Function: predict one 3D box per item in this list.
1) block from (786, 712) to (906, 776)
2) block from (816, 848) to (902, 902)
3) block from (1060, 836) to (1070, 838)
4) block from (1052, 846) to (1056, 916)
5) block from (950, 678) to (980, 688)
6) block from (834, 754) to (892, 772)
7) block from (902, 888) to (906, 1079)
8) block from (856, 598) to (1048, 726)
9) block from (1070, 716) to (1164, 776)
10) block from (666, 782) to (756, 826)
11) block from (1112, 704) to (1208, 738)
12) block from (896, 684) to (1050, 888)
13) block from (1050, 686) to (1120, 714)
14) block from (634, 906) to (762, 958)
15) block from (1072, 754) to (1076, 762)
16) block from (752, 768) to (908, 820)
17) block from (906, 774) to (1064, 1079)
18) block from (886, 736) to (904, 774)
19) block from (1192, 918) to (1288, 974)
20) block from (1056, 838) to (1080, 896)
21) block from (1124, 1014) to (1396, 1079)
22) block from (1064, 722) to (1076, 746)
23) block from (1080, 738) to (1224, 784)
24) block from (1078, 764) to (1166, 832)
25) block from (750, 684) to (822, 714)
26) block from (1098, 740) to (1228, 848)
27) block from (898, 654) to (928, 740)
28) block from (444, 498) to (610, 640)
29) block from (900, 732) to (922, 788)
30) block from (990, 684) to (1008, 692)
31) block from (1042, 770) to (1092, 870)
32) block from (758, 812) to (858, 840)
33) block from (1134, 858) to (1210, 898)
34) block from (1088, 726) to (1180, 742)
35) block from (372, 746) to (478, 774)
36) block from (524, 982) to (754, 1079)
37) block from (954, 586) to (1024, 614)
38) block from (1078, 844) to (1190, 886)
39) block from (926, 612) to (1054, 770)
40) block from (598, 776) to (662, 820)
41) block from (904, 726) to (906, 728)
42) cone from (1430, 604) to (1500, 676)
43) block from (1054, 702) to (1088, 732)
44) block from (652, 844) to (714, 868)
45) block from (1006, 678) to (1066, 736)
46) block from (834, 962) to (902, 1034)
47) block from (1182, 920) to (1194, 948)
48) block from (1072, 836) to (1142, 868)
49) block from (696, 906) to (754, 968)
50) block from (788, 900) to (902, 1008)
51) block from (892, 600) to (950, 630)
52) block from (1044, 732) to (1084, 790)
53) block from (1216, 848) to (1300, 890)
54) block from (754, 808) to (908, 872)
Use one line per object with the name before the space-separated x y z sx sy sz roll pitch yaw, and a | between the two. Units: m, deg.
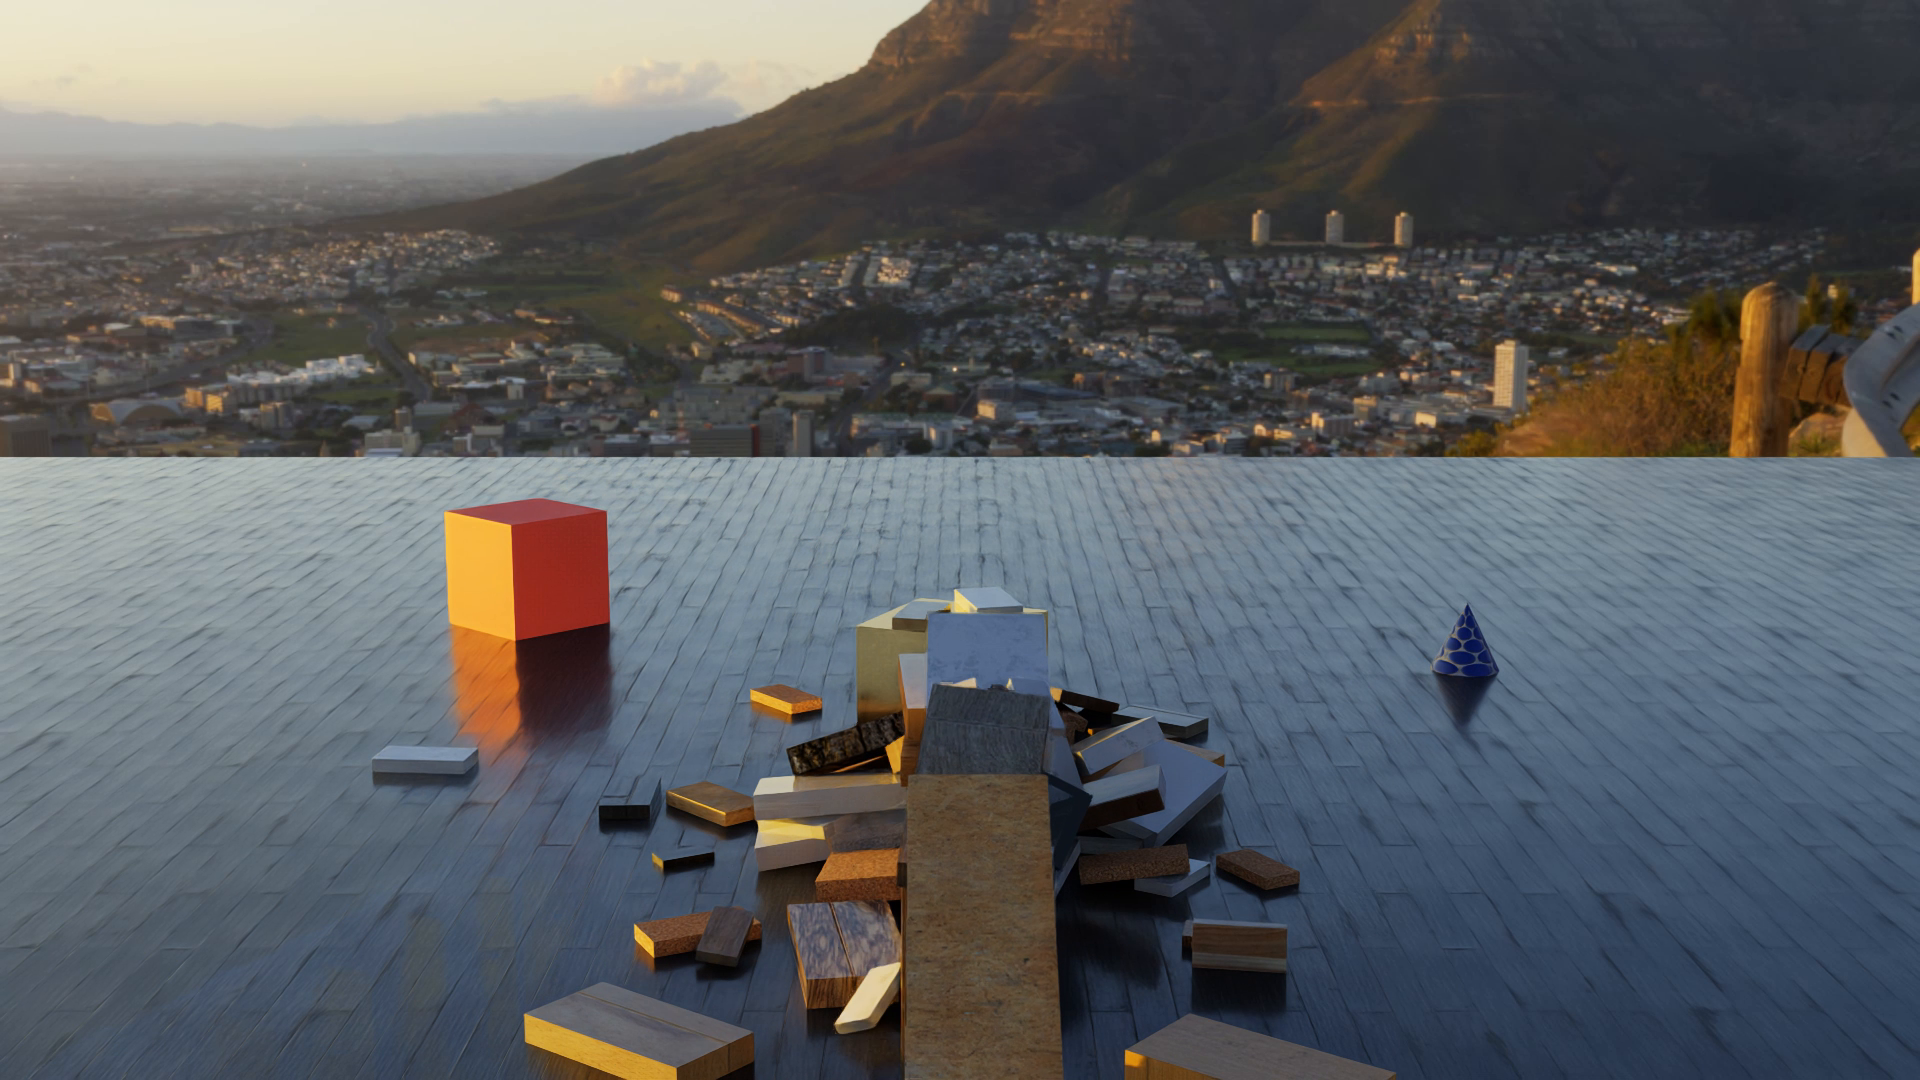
block | -0.127 0.353 3.989 0.346 0.049 0.173 -19 -10 7
block | -0.080 0.553 3.659 0.297 0.042 0.148 -5 10 8
block | 0.100 0.526 3.812 0.166 0.023 0.083 -25 31 -35
block | 0.116 0.549 3.506 0.071 0.141 0.020 1 30 8
block | 0.001 0.236 3.108 0.054 0.015 0.109 -19 26 8
block | -0.198 0.449 4.059 0.266 0.038 0.133 -25 15 -9
block | 0.005 0.565 2.902 0.163 0.326 0.046 -1 17 -3
block | -0.013 0.299 4.443 0.290 0.290 0.290 5 12 24
block | 0.256 0.399 4.144 0.159 0.045 0.319 -24 -3 -17
block | -0.458 0.493 4.118 0.094 0.027 0.187 -9 14 -41
block | 0.426 0.387 4.692 0.185 0.026 0.093 8 13 36
block | 0.022 0.328 2.901 0.163 0.046 0.326 6 41 5
block | 0.246 0.343 4.752 0.096 0.027 0.192 11 -4 45
block | -0.412 0.616 3.461 0.178 0.025 0.089 -5 12 -27
block | 0.138 0.393 4.113 0.032 0.113 0.251 16 18 -25
block | -0.145 0.438 3.859 0.421 0.045 0.159 -5 4 0
block | 0.026 0.572 2.555 0.179 0.051 0.748 0 43 -1
block | -0.014 0.333 3.729 0.173 0.049 0.346 -17 -7 -13
block | 0.424 0.616 3.337 0.141 0.071 0.020 2 11 10
block | 0.131 0.554 3.679 0.092 0.026 0.185 4 24 19
block | 0.394 0.709 2.903 0.318 0.045 0.159 8 13 38
block | 0.159 0.400 4.424 0.015 0.054 0.261 5 2 33
block | 0.352 0.456 4.191 0.159 0.045 0.319 12 19 36
block | 0.124 0.481 3.766 0.462 0.038 0.133 -16 10 10
block | -0.386 0.353 4.884 0.081 0.023 0.163 -8 13 -38
block | 0.352 0.462 4.018 0.159 0.045 0.319 24 26 22
block | -0.002 0.239 3.408 0.173 0.049 0.346 -1 11 -4
block | -1.114 0.070 5.668 0.293 0.293 0.293 10 14 43
block | -0.001 0.304 3.319 0.161 0.046 0.322 0 11 1
block | 0.058 0.242 3.119 0.054 0.015 0.109 8 28 12
block | 0.115 0.452 3.599 0.131 0.131 0.131 27 -14 -9
block | -0.266 0.490 3.828 0.163 0.023 0.081 -1 14 42
block | 0.361 0.569 3.726 0.071 0.020 0.141 7 13 33
block | 0.354 0.407 4.487 0.096 0.027 0.217 -2 2 -24
block | -1.070 0.440 4.403 0.187 0.027 0.094 1 11 5
block | -0.444 0.686 3.036 0.297 0.042 0.148 8 13 37
block | 0.058 0.130 4.485 0.096 0.027 0.192 -3 11 -13
block | 0.295 0.549 3.726 0.185 0.026 0.092 -7 5 4
block | 0.041 0.218 3.237 0.179 0.051 0.357 1 28 -1
block | -0.622 0.486 4.157 0.094 0.027 0.187 0 11 -1
block | -0.050 0.292 3.844 0.071 0.020 0.141 -16 18 15
cone | 1.195 0.226 5.191 0.160 0.160 0.160 0 11 0
block | 0.198 0.365 4.721 0.093 0.026 0.185 19 4 -20
block | -0.482 0.552 3.837 0.096 0.014 0.048 -6 12 -30
block | 0.108 0.237 3.111 0.054 0.015 0.109 5 33 -21
block | -0.124 0.651 3.126 0.063 0.018 0.127 -19 19 33
block | 0.421 0.622 3.444 0.141 0.020 0.071 2 11 11
block | 0.221 0.545 3.840 0.184 0.026 0.092 2 11 12
block | -0.363 0.612 3.402 0.063 0.018 0.127 9 24 4
block | -0.170 0.626 3.349 0.159 0.045 0.318 -2 11 -9
block | -0.076 0.151 4.383 0.081 0.023 0.163 2 11 12
block | 0.065 0.409 3.754 0.266 0.133 0.038 -18 -11 -1
block | 0.509 0.562 3.762 0.071 0.020 0.141 -6 12 -29
block | -0.204 0.510 3.843 0.297 0.042 0.148 -10 10 1
